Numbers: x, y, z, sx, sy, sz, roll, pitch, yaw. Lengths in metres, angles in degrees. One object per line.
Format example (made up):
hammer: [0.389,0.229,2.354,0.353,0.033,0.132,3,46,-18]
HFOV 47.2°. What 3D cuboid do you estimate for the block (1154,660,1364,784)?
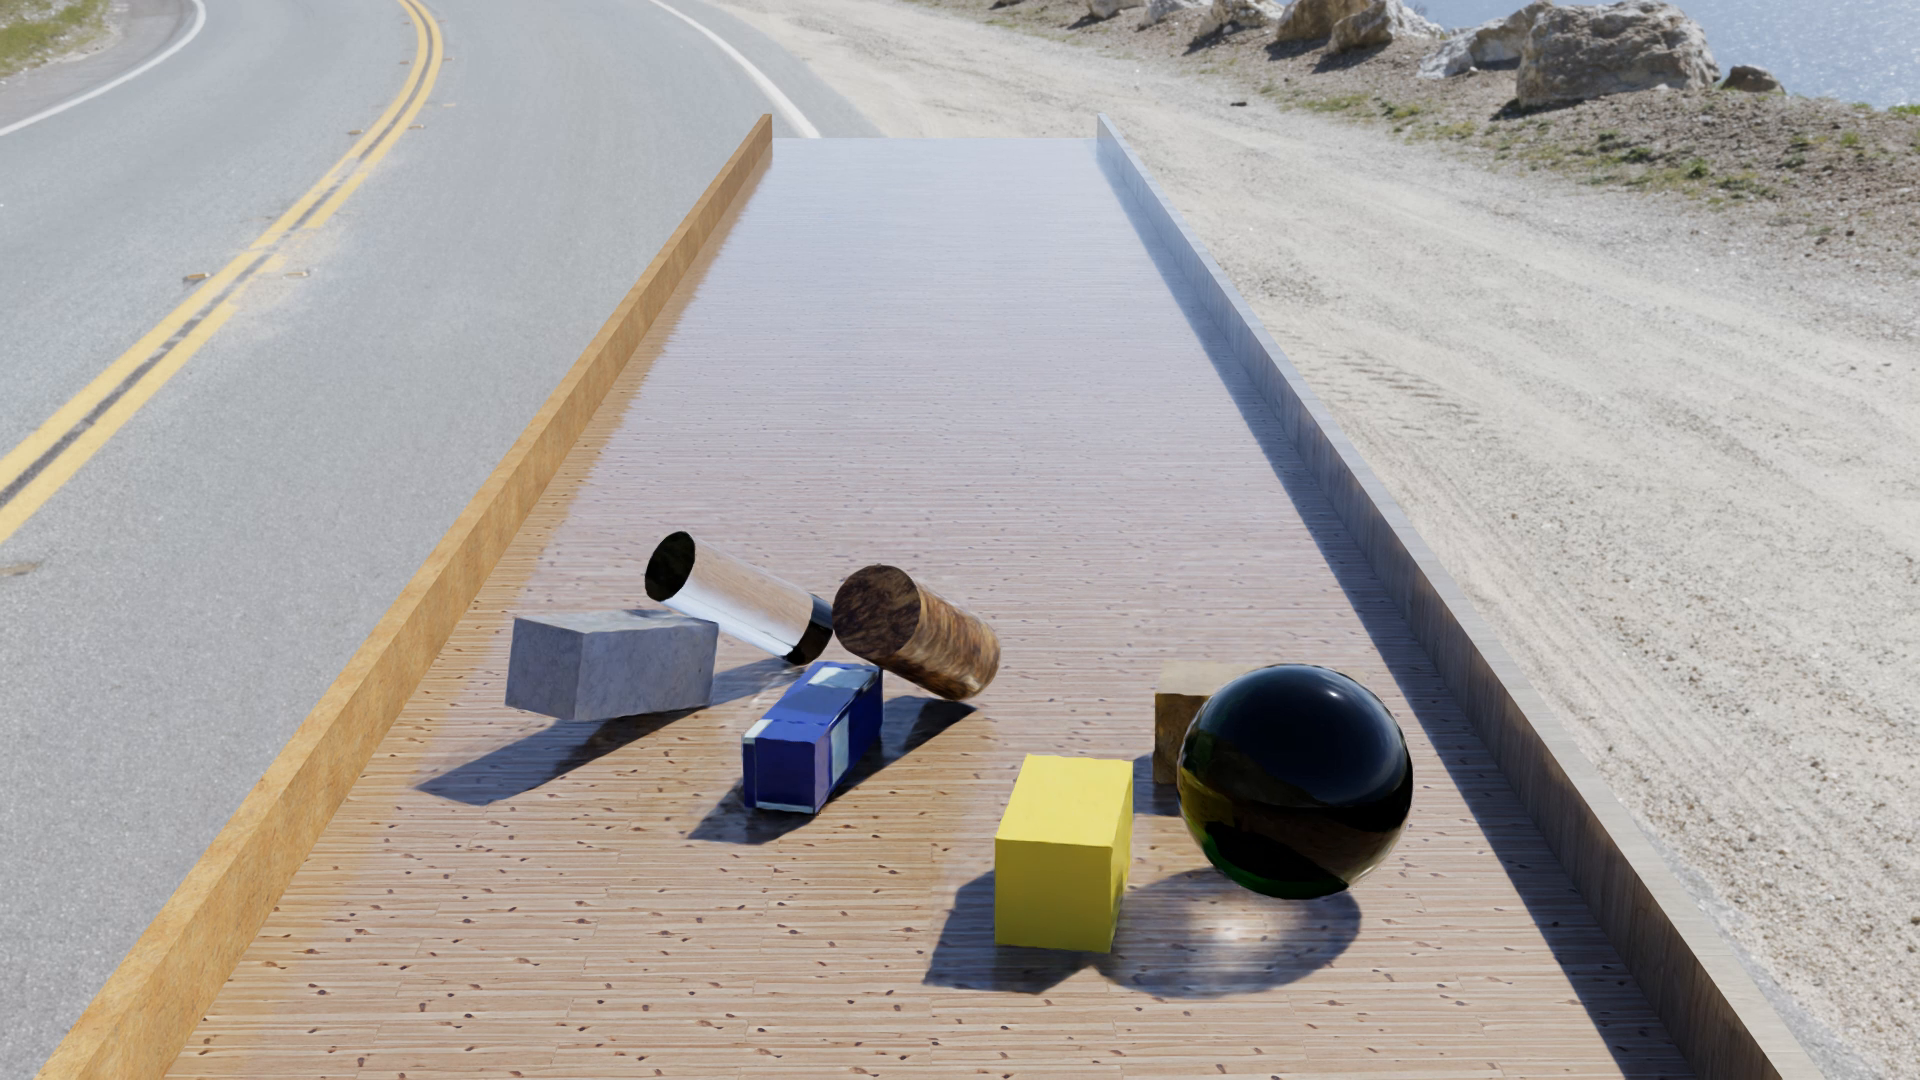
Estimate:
block: [0.523,0.325,3.840,0.353,0.166,0.166,3,18,9]

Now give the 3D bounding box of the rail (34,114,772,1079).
rail: [-1.118,-0.838,7.780,0.050,0.150,12.000,0,17,-1]

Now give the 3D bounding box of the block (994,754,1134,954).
block: [0.162,0.471,3.345,0.170,0.170,0.326,3,17,9]

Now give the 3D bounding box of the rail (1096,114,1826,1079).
rail: [0.932,-0.844,7.801,0.050,0.150,12.000,0,17,-1]

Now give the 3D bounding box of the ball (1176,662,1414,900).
ball: [0.510,0.368,3.360,0.360,0.360,0.360,0,17,0]

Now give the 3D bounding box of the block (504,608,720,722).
block: [-0.632,0.225,4.033,0.159,0.159,0.396,10,6,30]

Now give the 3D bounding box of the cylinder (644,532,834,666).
cylinder: [-0.425,0.117,4.278,0.370,0.143,0.143,29,-6,-41]

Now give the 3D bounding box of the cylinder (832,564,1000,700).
cylinder: [-0.074,0.175,4.028,0.169,0.169,0.409,7,-11,23]

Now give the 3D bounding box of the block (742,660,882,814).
block: [-0.251,0.338,3.847,0.125,0.125,0.419,4,15,13]
